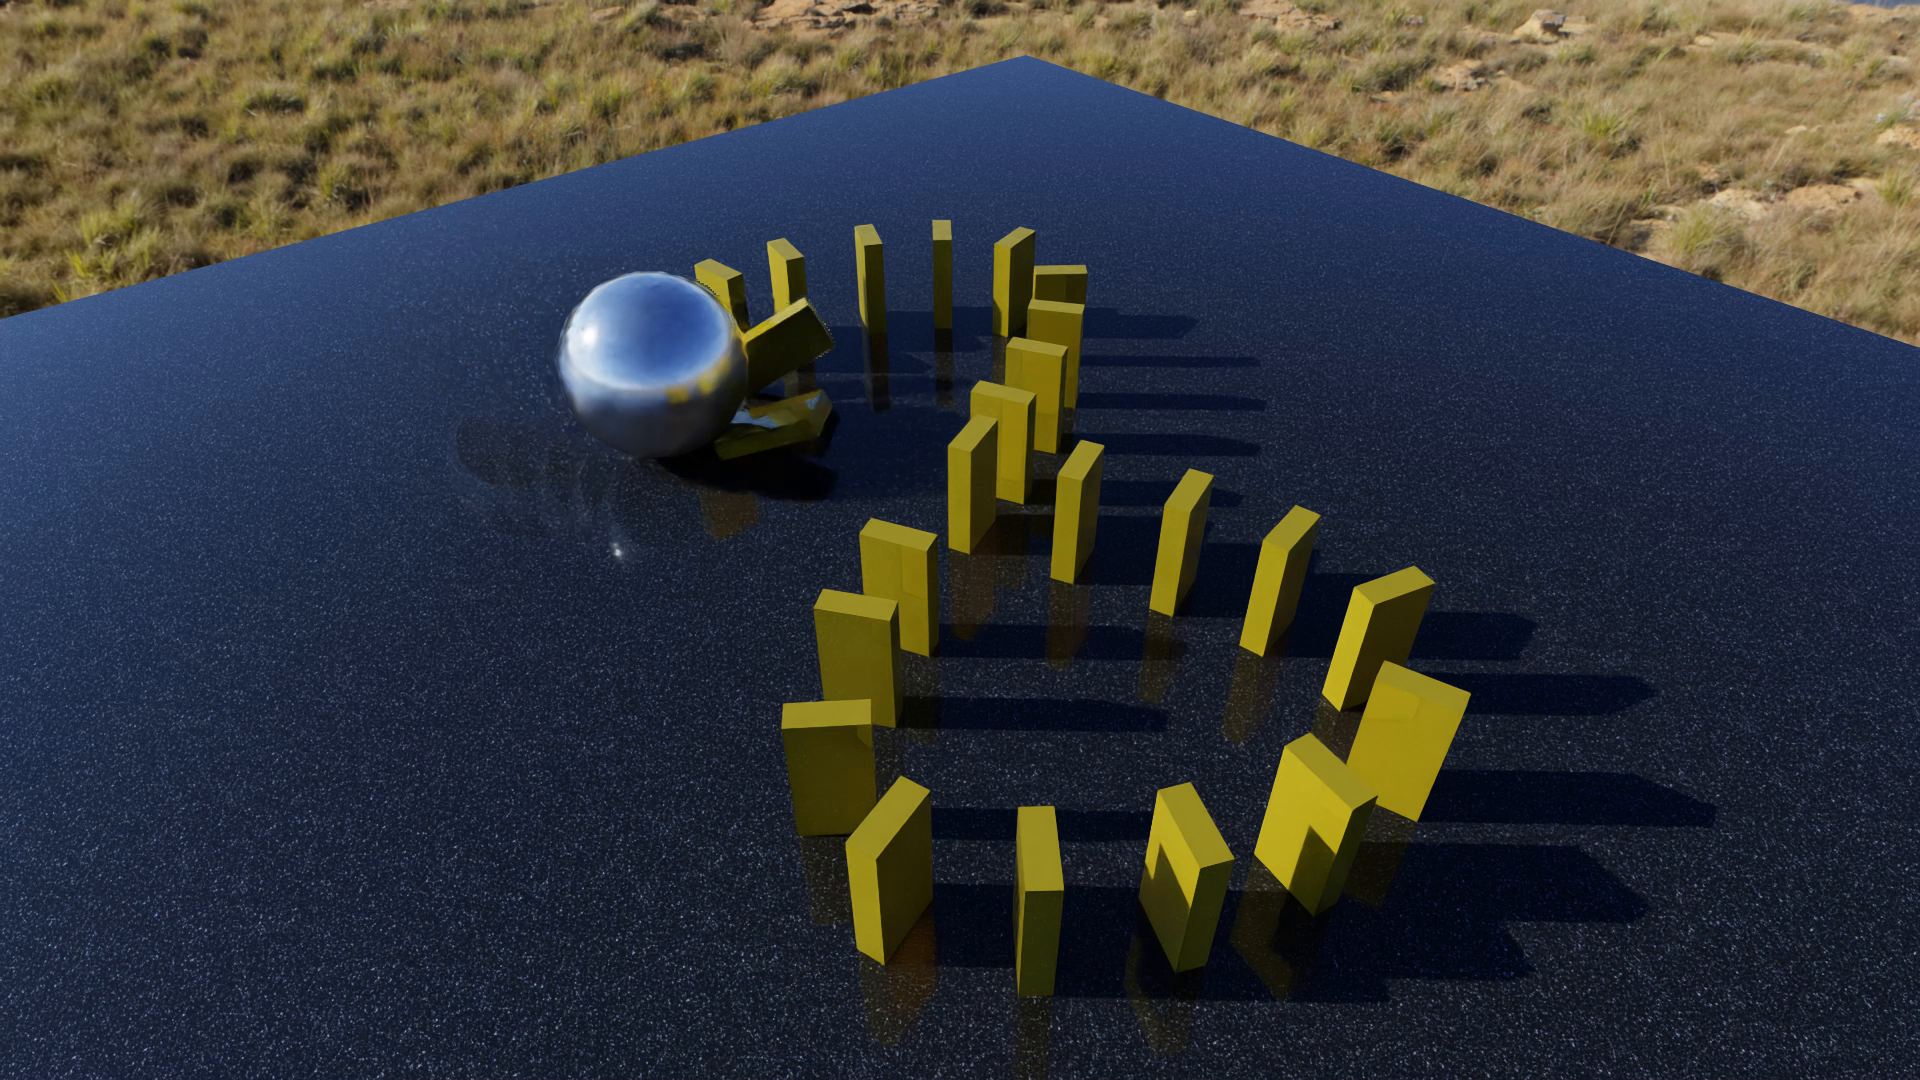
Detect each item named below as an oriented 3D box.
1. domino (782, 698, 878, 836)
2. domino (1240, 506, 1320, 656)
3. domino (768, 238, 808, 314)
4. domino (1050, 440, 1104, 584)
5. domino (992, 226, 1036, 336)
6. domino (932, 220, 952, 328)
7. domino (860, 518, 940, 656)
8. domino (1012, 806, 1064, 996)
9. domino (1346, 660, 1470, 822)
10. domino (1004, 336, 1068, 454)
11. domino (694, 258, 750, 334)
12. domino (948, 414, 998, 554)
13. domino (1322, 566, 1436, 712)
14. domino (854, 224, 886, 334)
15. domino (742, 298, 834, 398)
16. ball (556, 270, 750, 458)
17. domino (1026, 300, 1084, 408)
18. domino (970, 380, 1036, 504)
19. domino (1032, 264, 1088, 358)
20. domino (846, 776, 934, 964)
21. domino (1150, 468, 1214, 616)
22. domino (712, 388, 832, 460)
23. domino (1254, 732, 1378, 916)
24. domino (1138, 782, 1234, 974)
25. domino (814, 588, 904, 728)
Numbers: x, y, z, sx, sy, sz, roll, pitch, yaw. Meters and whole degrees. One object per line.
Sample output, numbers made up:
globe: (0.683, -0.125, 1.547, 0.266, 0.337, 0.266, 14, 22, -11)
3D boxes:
domino: (-0.038, 0.069, 0.328, 0.025, 0.050, 0.009, -3, 39, -3)
domino: (0.114, 0.015, 0.393, 0.009, 0.050, 0.025, 27, 46, 29)
domino: (-0.087, -0.126, 0.565, 0.010, 0.050, 0.025, -20, 43, -22)
domino: (0.045, -0.010, 0.424, 0.009, 0.050, 0.025, 16, 42, 19)
domino: (0.028, -0.135, 0.576, 0.009, 0.050, 0.025, 23, 44, 25)
domino: (-0.009, -0.141, 0.583, 0.009, 0.050, 0.025, -1, 39, -1)
domino: (-0.021, 0.017, 0.390, 0.025, 0.050, 0.010, 14, 41, 17)
domino: (0.020, 0.097, 0.293, 0.009, 0.050, 0.025, -1, 39, -1)
domino: (0.135, 0.062, 0.336, 0.025, 0.050, 0.009, 22, 44, 24)
domino: (0.033, -0.064, 0.490, 0.025, 0.050, 0.010, 13, 41, 16)
domino: (-0.117, -0.112, 0.548, 0.025, 0.050, 0.010, 29, 48, 31)
domino: (0.005, -0.022, 0.438, 0.010, 0.050, 0.025, 17, 42, 20)
domino: (0.140, 0.034, 0.370, 0.025, 0.050, 0.009, -16, 42, -19)
domino: (-0.047, -0.137, 0.579, 0.009, 0.050, 0.025, -10, 40, -12)
domino: (-0.089, -0.092, 0.529, 0.050, 0.025, 0.010, -30, 40, 3)
ball: (-0.132, -0.075, 0.476, 0.080, 0.080, 0.080, 0, 39, 0)
domino: (0.044, -0.087, 0.518, 0.025, 0.050, 0.009, 8, 40, 10)
domino: (0.018, -0.040, 0.461, 0.025, 0.050, 0.009, 16, 42, 18)
domino: (0.049, -0.111, 0.547, 0.025, 0.050, 0.009, -2, 39, -2)
domino: (-0.018, 0.091, 0.301, 0.009, 0.050, 0.025, 21, 44, 24)
domino: (0.082, 0.001, 0.410, 0.010, 0.050, 0.025, 20, 43, 22)
domino: (-0.084, -0.051, 0.492, 0.050, 0.010, 0.025, -11, 35, 21)
domino: (0.100, 0.081, 0.312, 0.009, 0.050, 0.025, -21, 44, -23)
domino: (0.061, 0.092, 0.299, 0.010, 0.050, 0.025, -11, 41, -13)
domino: (-0.033, 0.040, 0.363, 0.025, 0.050, 0.009, 9, 40, 10)
